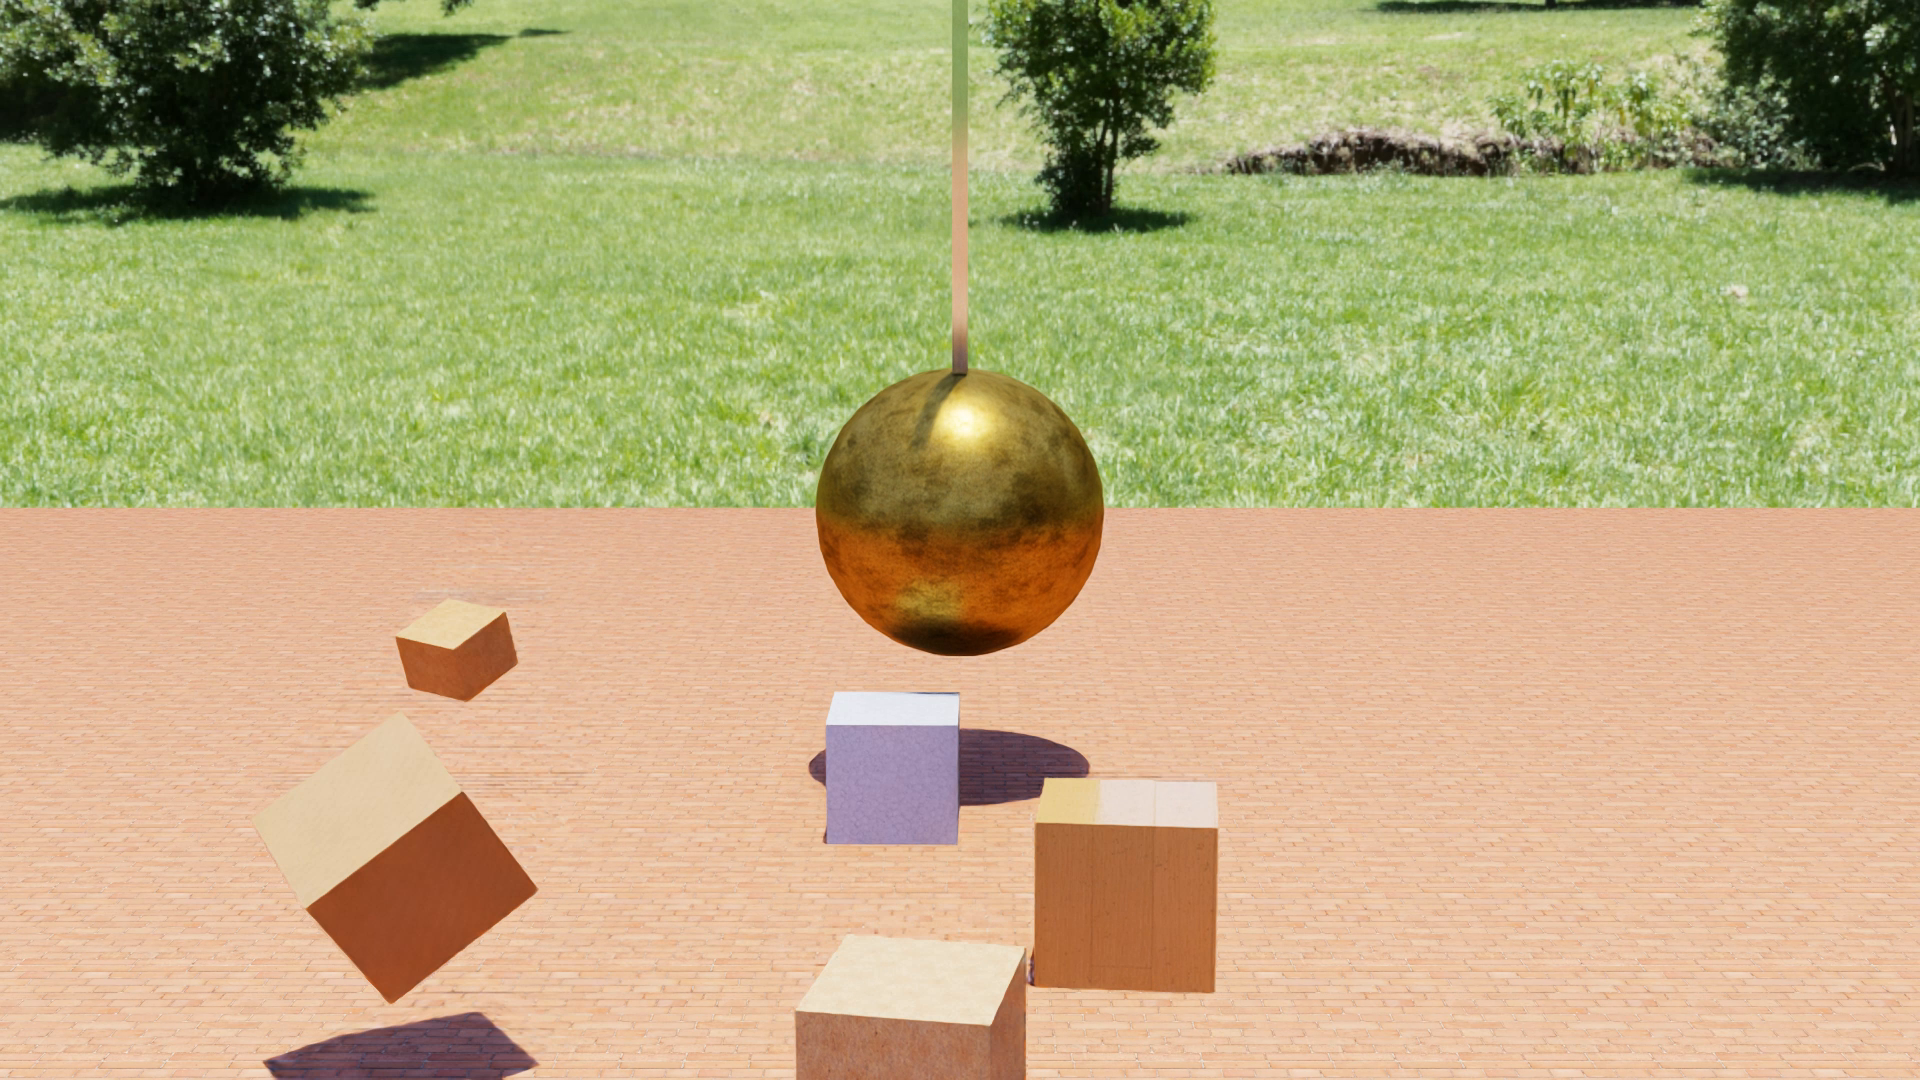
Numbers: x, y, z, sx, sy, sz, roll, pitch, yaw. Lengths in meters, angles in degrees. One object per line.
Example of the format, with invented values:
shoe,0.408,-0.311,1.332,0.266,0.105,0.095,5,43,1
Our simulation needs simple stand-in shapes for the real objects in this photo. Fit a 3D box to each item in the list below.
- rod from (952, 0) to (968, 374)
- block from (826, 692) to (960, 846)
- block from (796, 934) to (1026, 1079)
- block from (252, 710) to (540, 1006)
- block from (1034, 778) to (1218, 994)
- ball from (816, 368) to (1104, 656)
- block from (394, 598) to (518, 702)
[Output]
rod,0.000,-3.352,11.010,0.080,5.200,0.080,0,20,0
block,-0.338,1.172,11.371,0.660,0.625,0.668,0,10,1
block,-0.153,1.832,7.571,0.652,0.687,0.716,2,10,11
block,-2.120,1.184,8.265,0.674,0.591,0.653,-37,39,-14
block,0.719,1.473,9.446,0.753,0.722,0.649,1,10,6
ball,0.000,-0.154,12.166,1.600,1.600,1.600,0,10,0
block,-2.406,0.525,10.525,0.375,0.291,0.372,10,32,30
